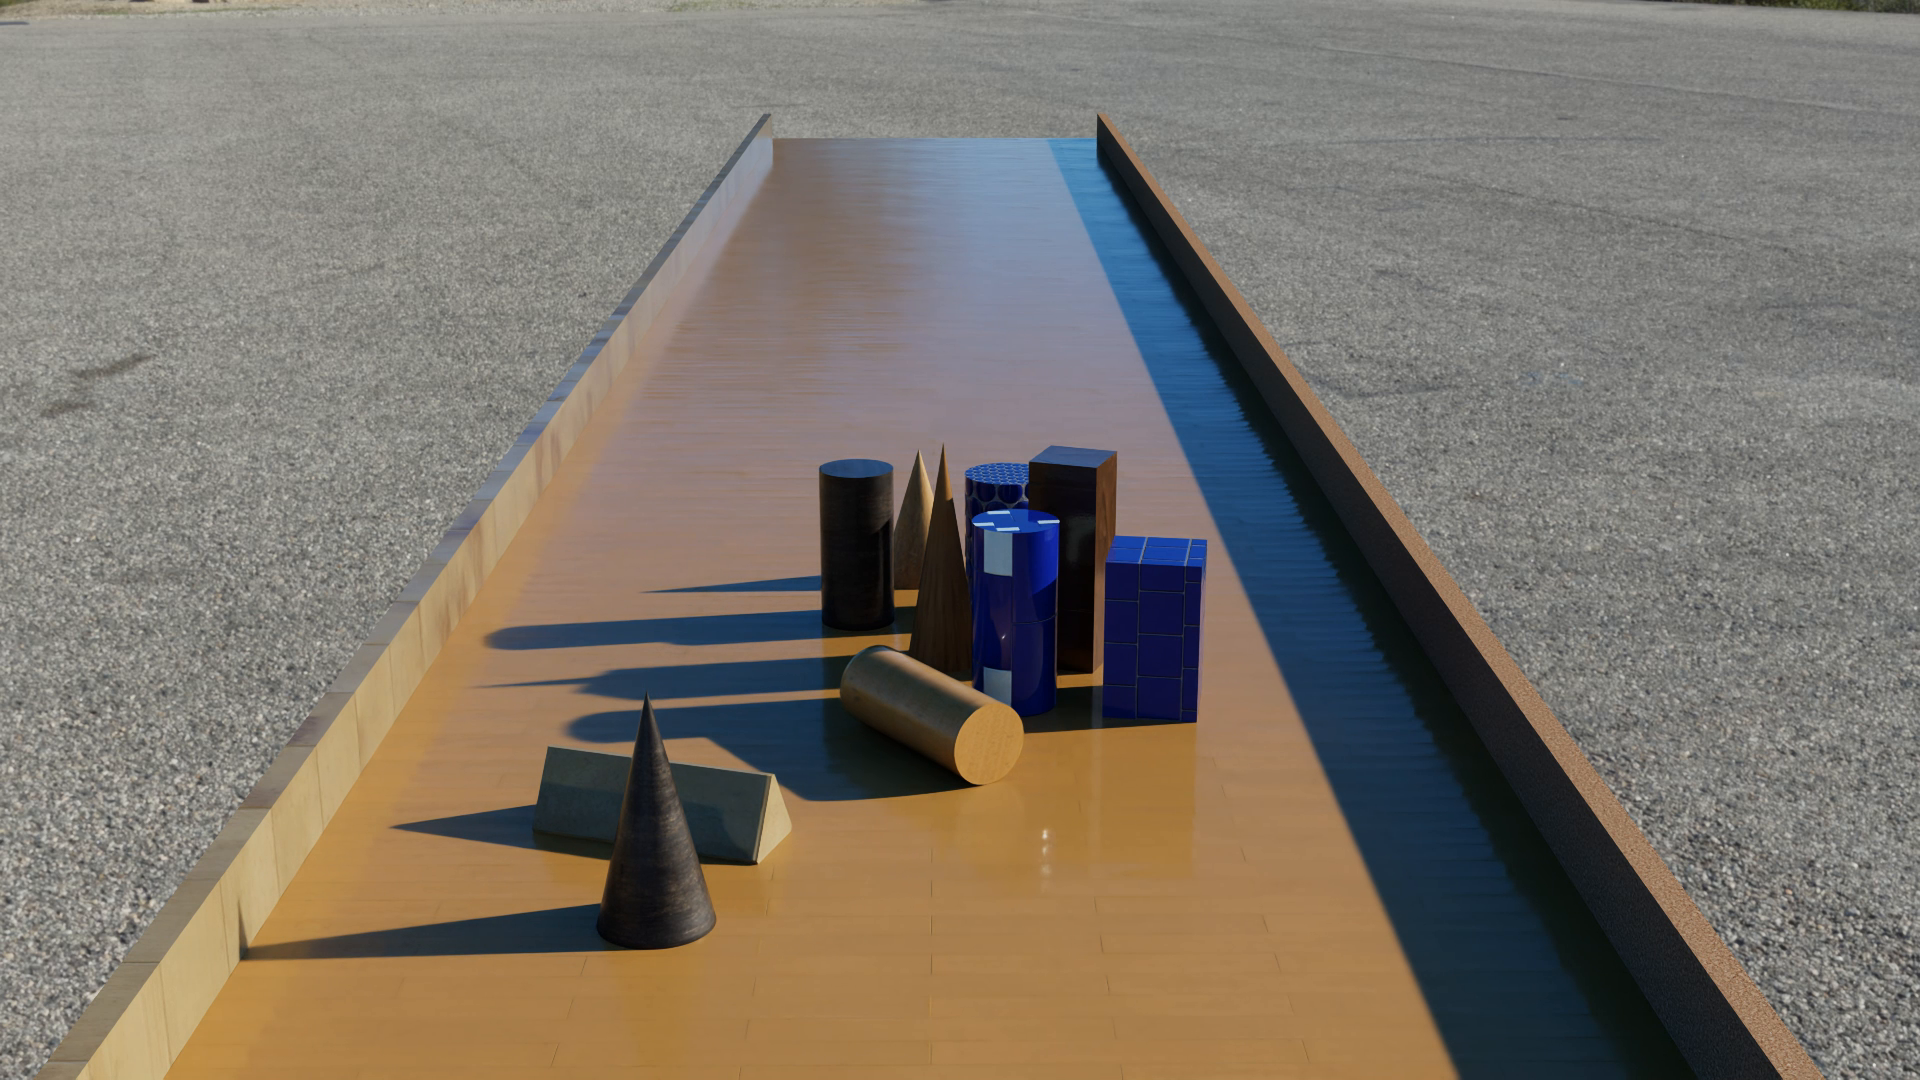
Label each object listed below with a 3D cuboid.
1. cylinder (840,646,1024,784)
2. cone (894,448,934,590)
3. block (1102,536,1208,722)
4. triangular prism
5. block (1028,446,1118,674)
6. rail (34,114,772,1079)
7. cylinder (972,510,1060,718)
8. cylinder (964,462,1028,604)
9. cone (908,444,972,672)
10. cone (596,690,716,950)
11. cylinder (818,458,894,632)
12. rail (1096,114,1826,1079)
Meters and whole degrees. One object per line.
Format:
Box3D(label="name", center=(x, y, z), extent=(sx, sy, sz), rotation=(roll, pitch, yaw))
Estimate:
Box3D(label="cylinder", center=(-0.055, 0.308, 3.932), extent=(0.147, 0.147, 0.369), rotation=(-11, 20, -33))
Box3D(label="cone", center=(-0.091, -0.059, 4.898), extent=(0.176, 0.300, 0.176), rotation=(0, 17, 0))
Box3D(label="block", center=(0.367, 0.165, 4.139), extent=(0.176, 0.303, 0.176), rotation=(3, 17, 9))
Box3D(label="triangular prism", center=(-0.490, 0.417, 3.598), extent=(0.401, 0.123, 0.142), rotation=(5, 17, 18))
Box3D(label="block", center=(0.222, 0.037, 4.365), extent=(0.138, 0.420, 0.138), rotation=(6, 18, 20))
Box3D(label="rail", center=(-1.118, -0.838, 7.780), extent=(0.050, 0.150, 12.000), rotation=(0, 17, -1))
Box3D(label="cylinder", center=(0.103, 0.136, 4.138), extent=(0.162, 0.359, 0.162), rotation=(0, 17, 0))
Box3D(label="cylinder", center=(0.099, 0.010, 4.649), extent=(0.180, 0.311, 0.180), rotation=(0, 17, 0))
Box3D(label="cone", center=(-0.032, 0.024, 4.353), extent=(0.147, 0.451, 0.147), rotation=(0, 17, 0))
Box3D(label="cone", center=(-0.455, 0.395, 3.245), extent=(0.179, 0.373, 0.179), rotation=(0, 17, 0))
Box3D(label="cylinder", center=(-0.216, 0.009, 4.615), extent=(0.155, 0.331, 0.155), rotation=(0, 17, 0))
Box3D(label="rail", center=(0.932, -0.844, 7.801), extent=(0.050, 0.150, 12.000), rotation=(0, 17, -1))
